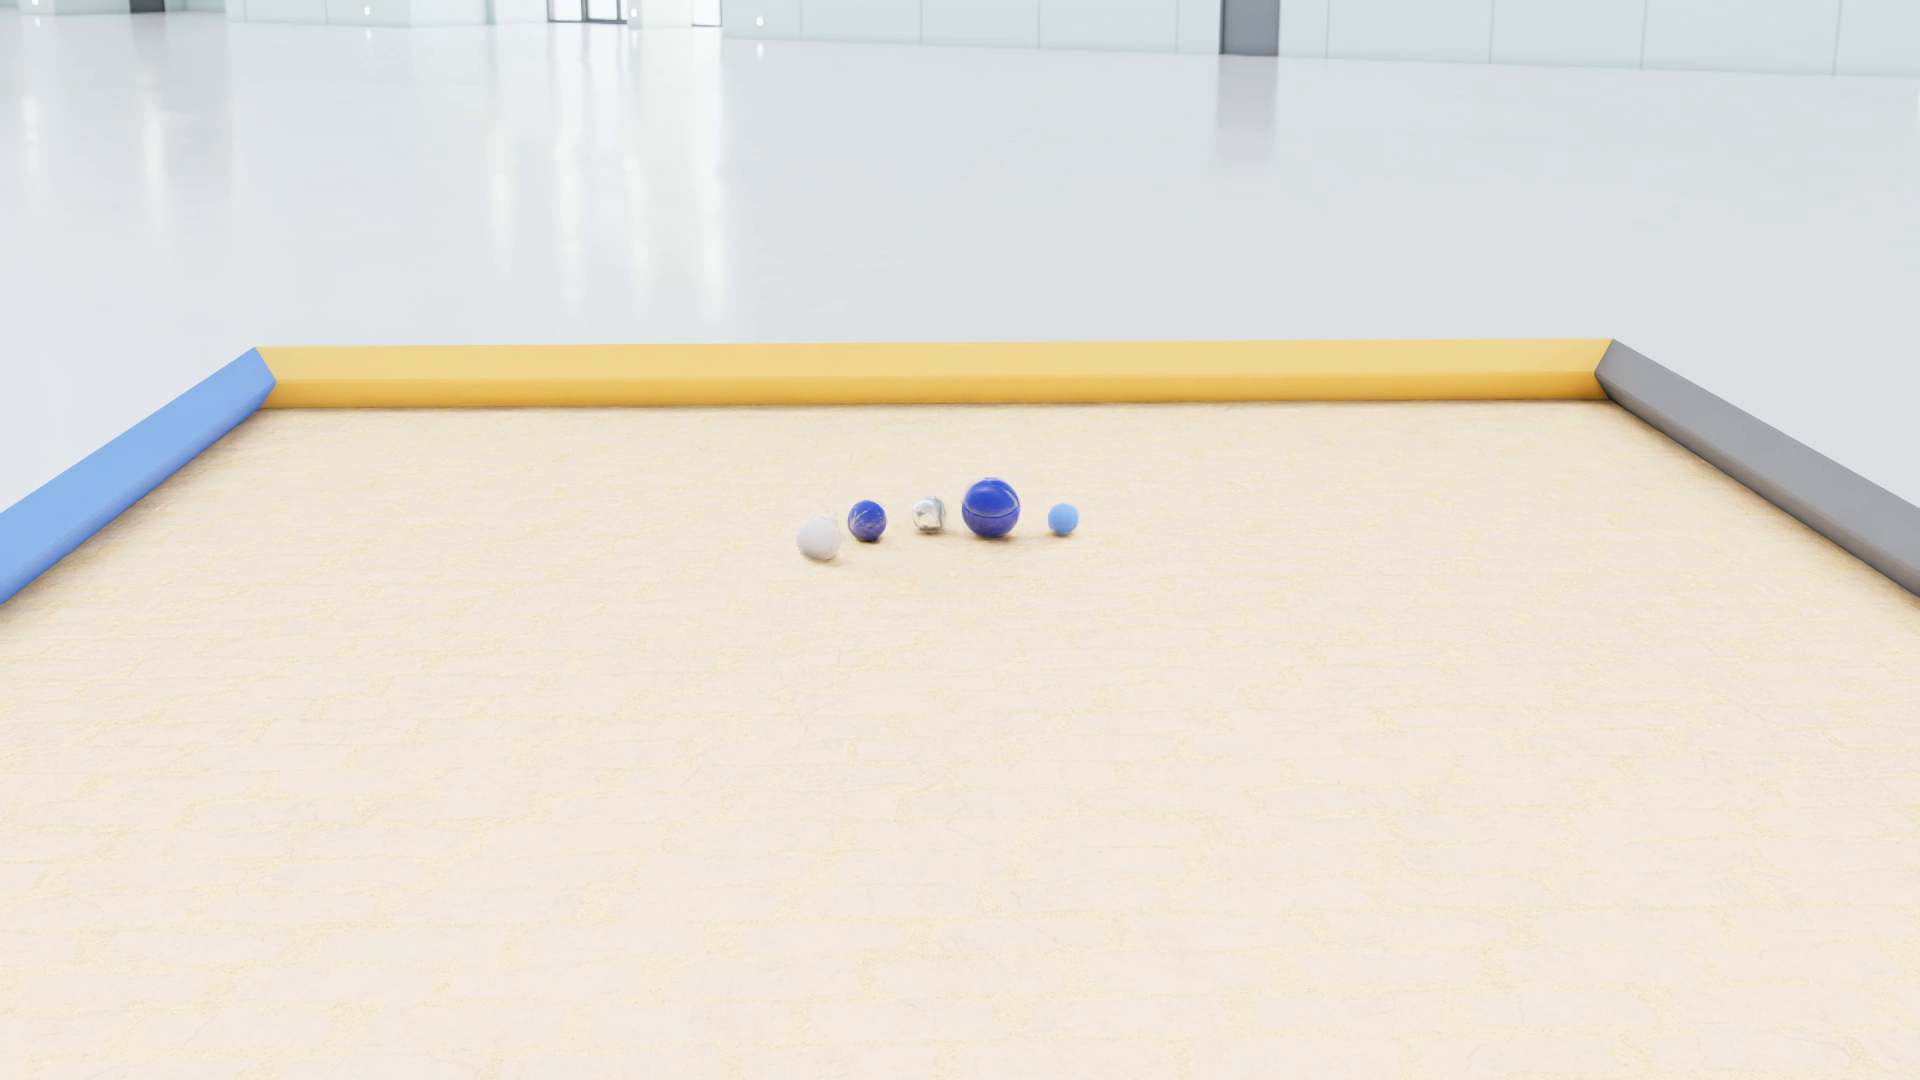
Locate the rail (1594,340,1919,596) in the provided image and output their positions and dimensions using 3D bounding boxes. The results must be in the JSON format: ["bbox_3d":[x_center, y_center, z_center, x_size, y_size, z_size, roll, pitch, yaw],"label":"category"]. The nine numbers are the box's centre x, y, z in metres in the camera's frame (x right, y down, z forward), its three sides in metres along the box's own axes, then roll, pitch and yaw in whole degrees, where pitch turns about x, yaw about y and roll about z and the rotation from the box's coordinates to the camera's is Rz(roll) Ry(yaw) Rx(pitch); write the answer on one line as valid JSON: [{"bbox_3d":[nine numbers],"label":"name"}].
[{"bbox_3d":[1.193,0.231,1.942,0.045,0.106,4.021,-1,15,-2],"label":"rail"}]

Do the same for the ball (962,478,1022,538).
[{"bbox_3d":[0.042,-0.043,2.984,0.082,0.082,0.082,0,15,0],"label":"ball"}]

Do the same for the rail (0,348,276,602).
[{"bbox_3d":[-1.126,0.251,1.868,0.045,0.106,4.021,-1,15,-2],"label":"rail"}]

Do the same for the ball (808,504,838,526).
[{"bbox_3d":[-0.187,-0.028,3.006,0.041,0.041,0.041,0,15,0],"label":"ball"}]

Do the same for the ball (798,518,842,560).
[{"bbox_3d":[-0.183,-0.001,2.880,0.057,0.057,0.057,0,15,0],"label":"ball"}]

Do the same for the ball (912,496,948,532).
[{"bbox_3d":[-0.042,-0.035,3.017,0.049,0.049,0.049,0,15,0],"label":"ball"}]

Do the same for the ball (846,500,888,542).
[{"bbox_3d":[-0.126,-0.026,2.973,0.055,0.055,0.055,0,15,0],"label":"ball"}]

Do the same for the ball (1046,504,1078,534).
[{"bbox_3d":[0.140,-0.028,3.005,0.043,0.043,0.043,0,15,0],"label":"ball"}]

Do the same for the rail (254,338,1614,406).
[{"bbox_3d":[-0.033,-0.287,3.820,2.368,0.106,0.045,-1,15,-2],"label":"rail"}]
